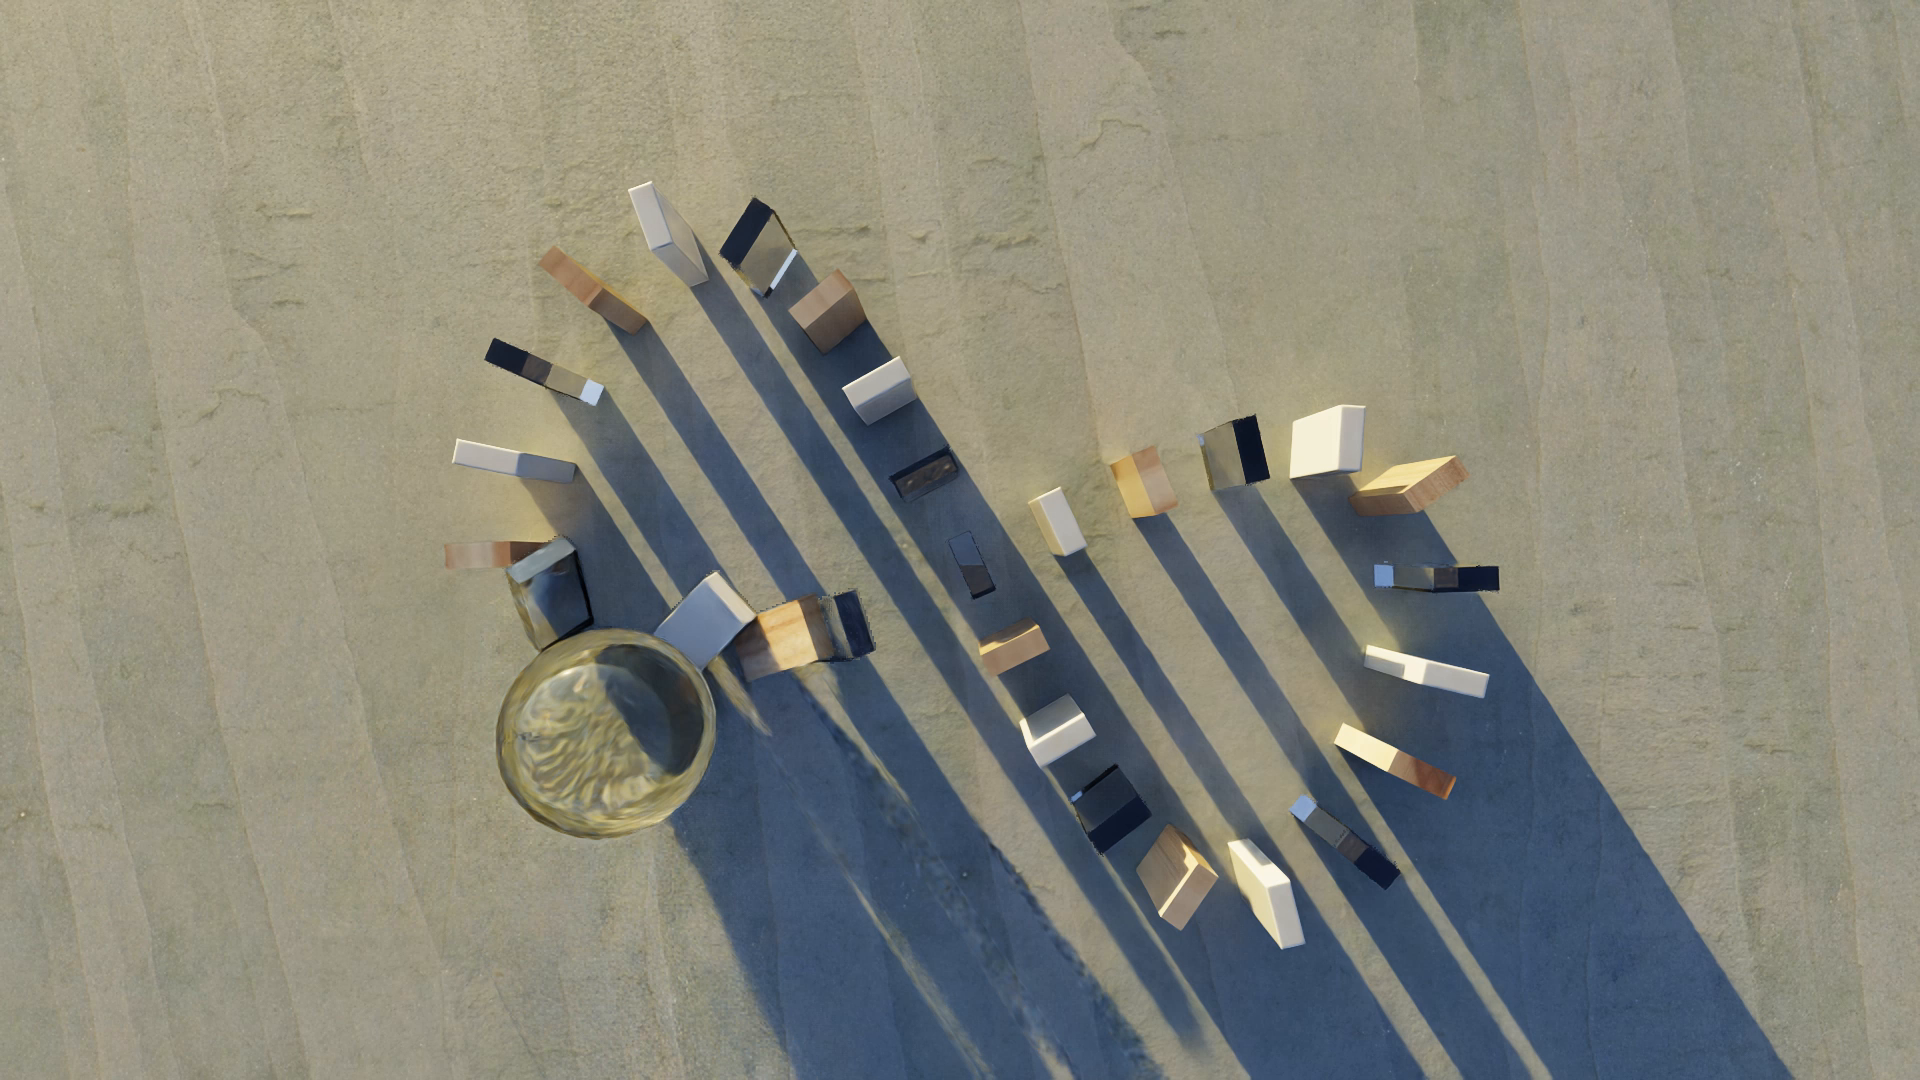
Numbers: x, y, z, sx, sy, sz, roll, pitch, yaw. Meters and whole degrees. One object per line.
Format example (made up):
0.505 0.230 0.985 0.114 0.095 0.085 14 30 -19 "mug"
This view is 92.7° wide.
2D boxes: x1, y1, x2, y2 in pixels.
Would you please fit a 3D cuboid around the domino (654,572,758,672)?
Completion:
-0.110 0.039 0.385 0.050 0.009 0.025 -42 90 25 "domino"

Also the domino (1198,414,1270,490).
0.111 -0.035 0.375 0.009 0.050 0.025 -13 90 0 "domino"

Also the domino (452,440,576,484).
-0.181 -0.031 0.375 0.025 0.050 0.009 12 90 0 "domino"

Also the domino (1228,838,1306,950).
0.124 0.143 0.375 0.009 0.050 0.025 -14 90 0 "domino"

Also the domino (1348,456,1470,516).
0.182 -0.021 0.375 0.025 0.050 0.009 -35 90 0 "domino"

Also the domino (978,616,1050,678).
0.021 0.043 0.375 0.025 0.050 0.009 -26 90 0 "domino"

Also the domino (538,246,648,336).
-0.149 -0.101 0.375 0.025 0.050 0.010 41 90 0 "domino"

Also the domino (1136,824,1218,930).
0.088 0.136 0.375 0.010 0.050 0.025 35 90 0 "domino"

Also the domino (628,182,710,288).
-0.118 -0.124 0.375 0.009 0.050 0.025 -20 90 0 "domino"

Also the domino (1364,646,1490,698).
0.189 0.053 0.375 0.025 0.050 0.009 13 90 0 "domino"

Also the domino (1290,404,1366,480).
0.149 -0.039 0.375 0.010 0.050 0.025 4 90 0 "domino"

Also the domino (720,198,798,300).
-0.081 -0.118 0.375 0.009 0.050 0.025 32 90 0 "domino"

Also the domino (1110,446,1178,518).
0.075 -0.023 0.375 0.009 0.050 0.025 -22 90 0 "domino"

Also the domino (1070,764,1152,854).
0.061 0.109 0.375 0.025 0.050 0.009 -38 90 0 "domino"

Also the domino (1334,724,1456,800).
0.177 0.090 0.375 0.025 0.050 0.009 26 90 0 "domino"

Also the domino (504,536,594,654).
-0.166 0.024 0.373 0.009 0.050 0.025 36 52 19 "domino"

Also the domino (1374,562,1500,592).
0.194 0.015 0.375 0.025 0.050 0.009 -2 90 0 "domino"

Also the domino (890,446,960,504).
-0.014 -0.026 0.375 0.025 0.050 0.010 -27 90 0 "domino"

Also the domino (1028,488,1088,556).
0.039 -0.007 0.375 0.010 0.050 0.025 -25 90 0 "domino"

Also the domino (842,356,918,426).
-0.032 -0.060 0.375 0.025 0.050 0.009 -29 90 0 "domino"

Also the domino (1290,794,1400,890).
0.156 0.122 0.375 0.025 0.050 0.010 40 90 0 "domino"

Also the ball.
-0.136 0.074 0.356 0.080 0.080 0.080 0 90 0 "ball"

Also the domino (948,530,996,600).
0.005 0.010 0.375 0.009 0.050 0.025 -24 90 0 "domino"

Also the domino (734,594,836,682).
-0.075 0.041 0.380 0.050 0.010 0.025 -21 87 40 "domino"

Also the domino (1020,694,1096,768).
0.039 0.077 0.375 0.025 0.050 0.010 -31 90 0 "domino"

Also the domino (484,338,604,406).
-0.169 -0.068 0.375 0.025 0.050 0.010 24 90 0 "domino"

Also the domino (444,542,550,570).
-0.184 0.006 0.375 0.025 0.050 0.009 -3 89 0 "domino"

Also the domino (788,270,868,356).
-0.053 -0.092 0.375 0.025 0.050 0.009 -40 90 0 "domino"

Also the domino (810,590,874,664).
-0.052 0.036 0.376 0.010 0.050 0.025 -18 90 -29 "domino"
